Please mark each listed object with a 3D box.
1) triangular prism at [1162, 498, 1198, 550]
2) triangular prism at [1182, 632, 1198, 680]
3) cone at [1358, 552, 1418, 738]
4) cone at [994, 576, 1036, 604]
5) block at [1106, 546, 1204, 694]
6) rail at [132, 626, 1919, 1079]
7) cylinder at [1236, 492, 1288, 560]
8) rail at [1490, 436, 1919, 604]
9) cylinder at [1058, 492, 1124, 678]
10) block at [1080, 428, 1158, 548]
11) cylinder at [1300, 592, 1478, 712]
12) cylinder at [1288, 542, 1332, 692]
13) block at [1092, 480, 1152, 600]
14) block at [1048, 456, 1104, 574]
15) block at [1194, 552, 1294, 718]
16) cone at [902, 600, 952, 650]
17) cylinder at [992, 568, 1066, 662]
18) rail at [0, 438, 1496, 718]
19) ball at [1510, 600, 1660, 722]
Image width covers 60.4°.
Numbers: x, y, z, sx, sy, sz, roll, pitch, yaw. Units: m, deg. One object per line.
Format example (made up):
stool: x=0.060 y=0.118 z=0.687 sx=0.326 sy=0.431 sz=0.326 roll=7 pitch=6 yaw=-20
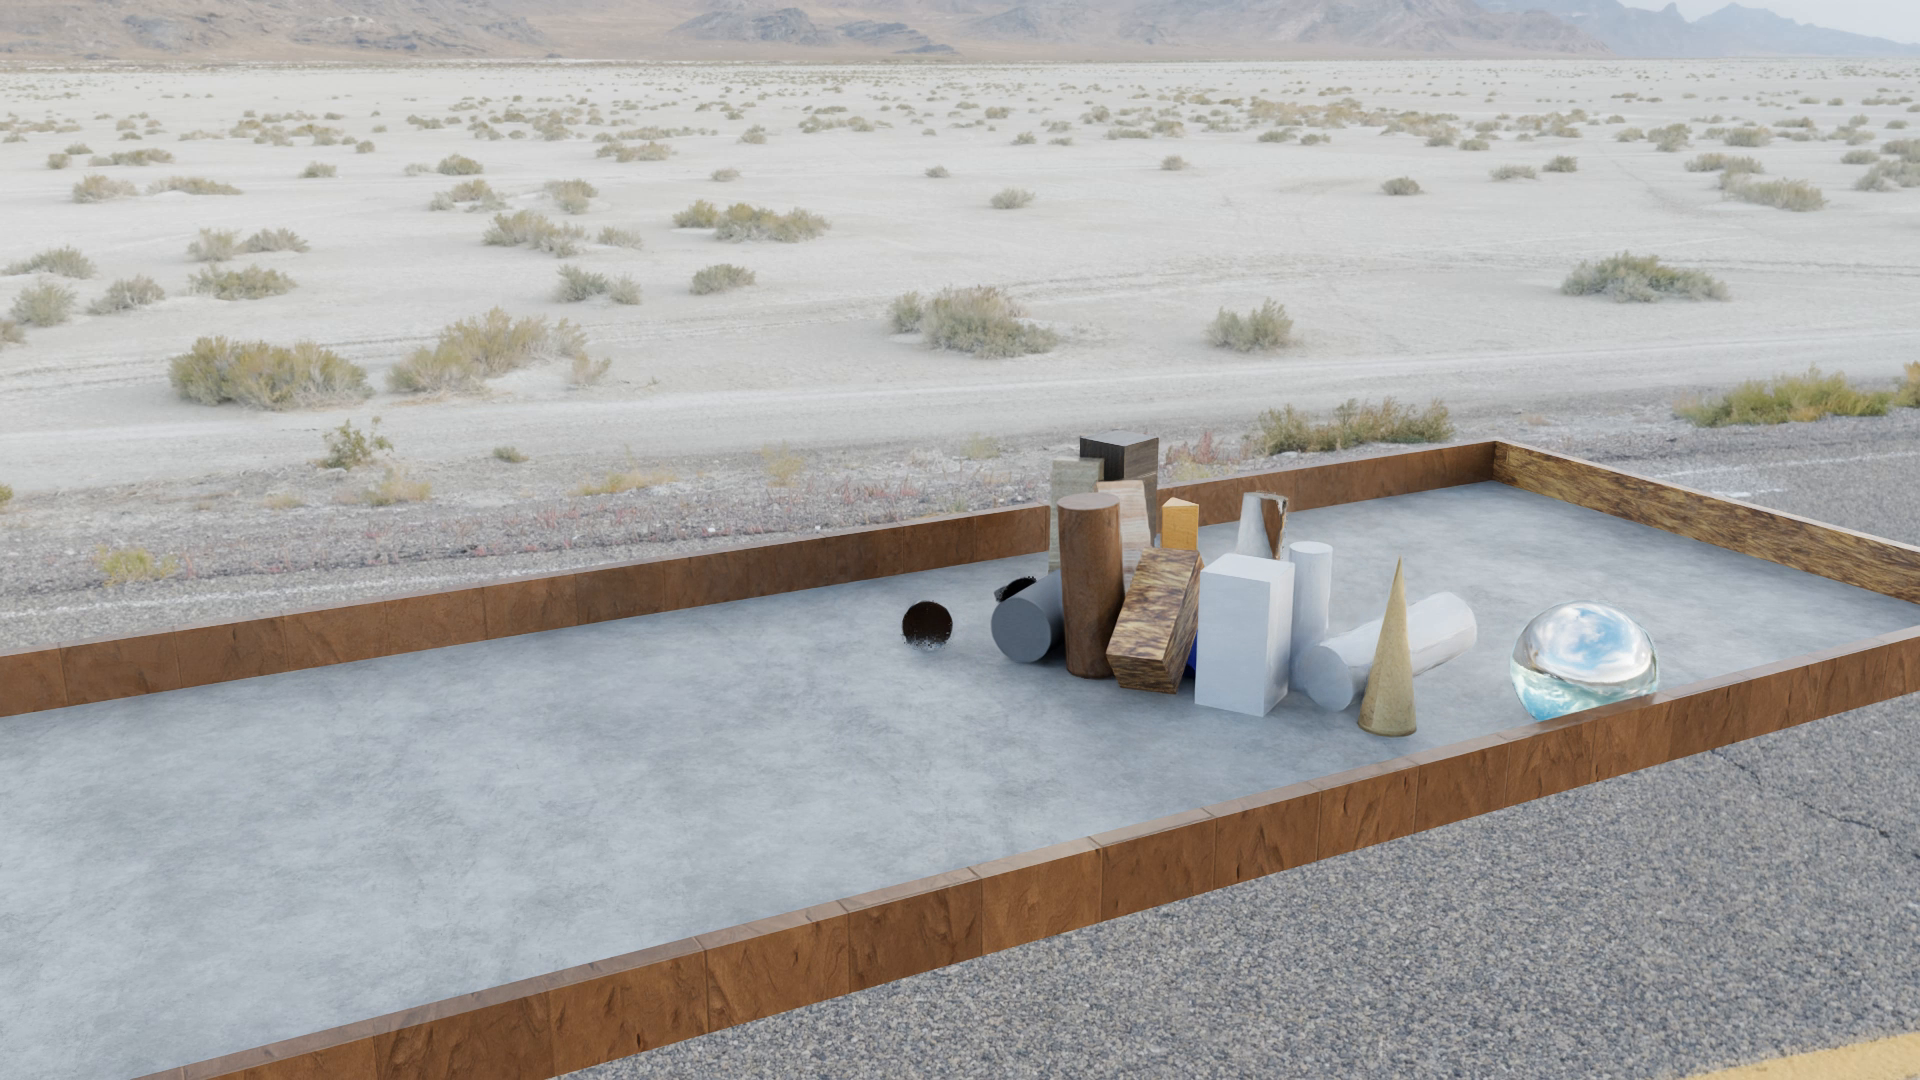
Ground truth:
triangular prism: x=0.603 y=0.046 z=4.631 sx=0.102 sy=0.319 sz=0.088 roll=-2 pitch=17 yaw=-7
triangular prism: x=0.636 y=0.203 z=4.201 sx=0.103 sy=0.089 sz=0.306 roll=12 pitch=58 yaw=35
cone: x=1.003 y=0.230 z=3.811 sx=0.136 sy=0.429 sz=0.136 roll=0 pitch=16 yaw=0
cone: x=0.137 y=0.161 z=4.692 sx=0.132 sy=0.132 sz=0.301 roll=-4 pitch=3 yaw=-14
block: x=0.498 y=0.197 z=4.105 sx=0.147 sy=0.147 sz=0.334 roll=5 pitch=54 yaw=28
rail: x=-2.336 y=1.006 z=1.665 sx=12.000 sy=0.150 sz=0.050 roll=-9 pitch=18 yaw=-27
cylinder: x=0.778 y=0.084 z=4.331 sx=0.116 sy=0.404 sz=0.116 roll=5 pitch=9 yaw=-1
rail: x=2.466 y=-0.048 z=5.253 sx=0.050 sy=0.150 sz=2.100 roll=-9 pitch=18 yaw=-27
cylinder: x=0.335 y=0.114 z=4.161 sx=0.156 sy=0.443 sz=0.156 roll=-4 pitch=17 yaw=1
block: x=0.461 y=-0.081 z=4.831 sx=0.162 sy=0.450 sz=0.162 roll=15 pitch=22 yaw=41
cylinder: x=1.059 y=0.271 z=4.061 sx=0.457 sy=0.167 sz=0.167 roll=-18 pitch=23 yaw=-32
cylinder: x=0.858 y=0.189 z=4.078 sx=0.103 sy=0.357 sz=0.103 roll=0 pitch=16 yaw=0
block: x=0.439 y=0.059 z=4.419 sx=0.127 sy=0.416 sz=0.127 roll=-2 pitch=-18 yaw=-8
block: x=0.326 y=-0.017 z=4.638 sx=0.130 sy=0.423 sz=0.130 roll=3 pitch=8 yaw=11
block: x=0.688 y=0.226 z=3.987 sx=0.174 sy=0.337 sz=0.174 roll=9 pitch=19 yaw=28
cone: x=-0.108 y=0.201 z=4.554 sx=0.133 sy=0.133 sz=0.417 roll=-2 pitch=7 yaw=-6
cylinder: x=0.248 y=0.188 z=4.405 sx=0.175 sy=0.175 sz=0.370 roll=9 pitch=19 yaw=28
rail: x=-3.305 y=0.497 z=3.399 sx=12.000 sy=0.150 sz=0.050 roll=-9 pitch=18 yaw=-27
ball: x=1.430 y=0.296 z=3.781 sx=0.320 sy=0.320 sz=0.320 roll=0 pitch=16 yaw=0
